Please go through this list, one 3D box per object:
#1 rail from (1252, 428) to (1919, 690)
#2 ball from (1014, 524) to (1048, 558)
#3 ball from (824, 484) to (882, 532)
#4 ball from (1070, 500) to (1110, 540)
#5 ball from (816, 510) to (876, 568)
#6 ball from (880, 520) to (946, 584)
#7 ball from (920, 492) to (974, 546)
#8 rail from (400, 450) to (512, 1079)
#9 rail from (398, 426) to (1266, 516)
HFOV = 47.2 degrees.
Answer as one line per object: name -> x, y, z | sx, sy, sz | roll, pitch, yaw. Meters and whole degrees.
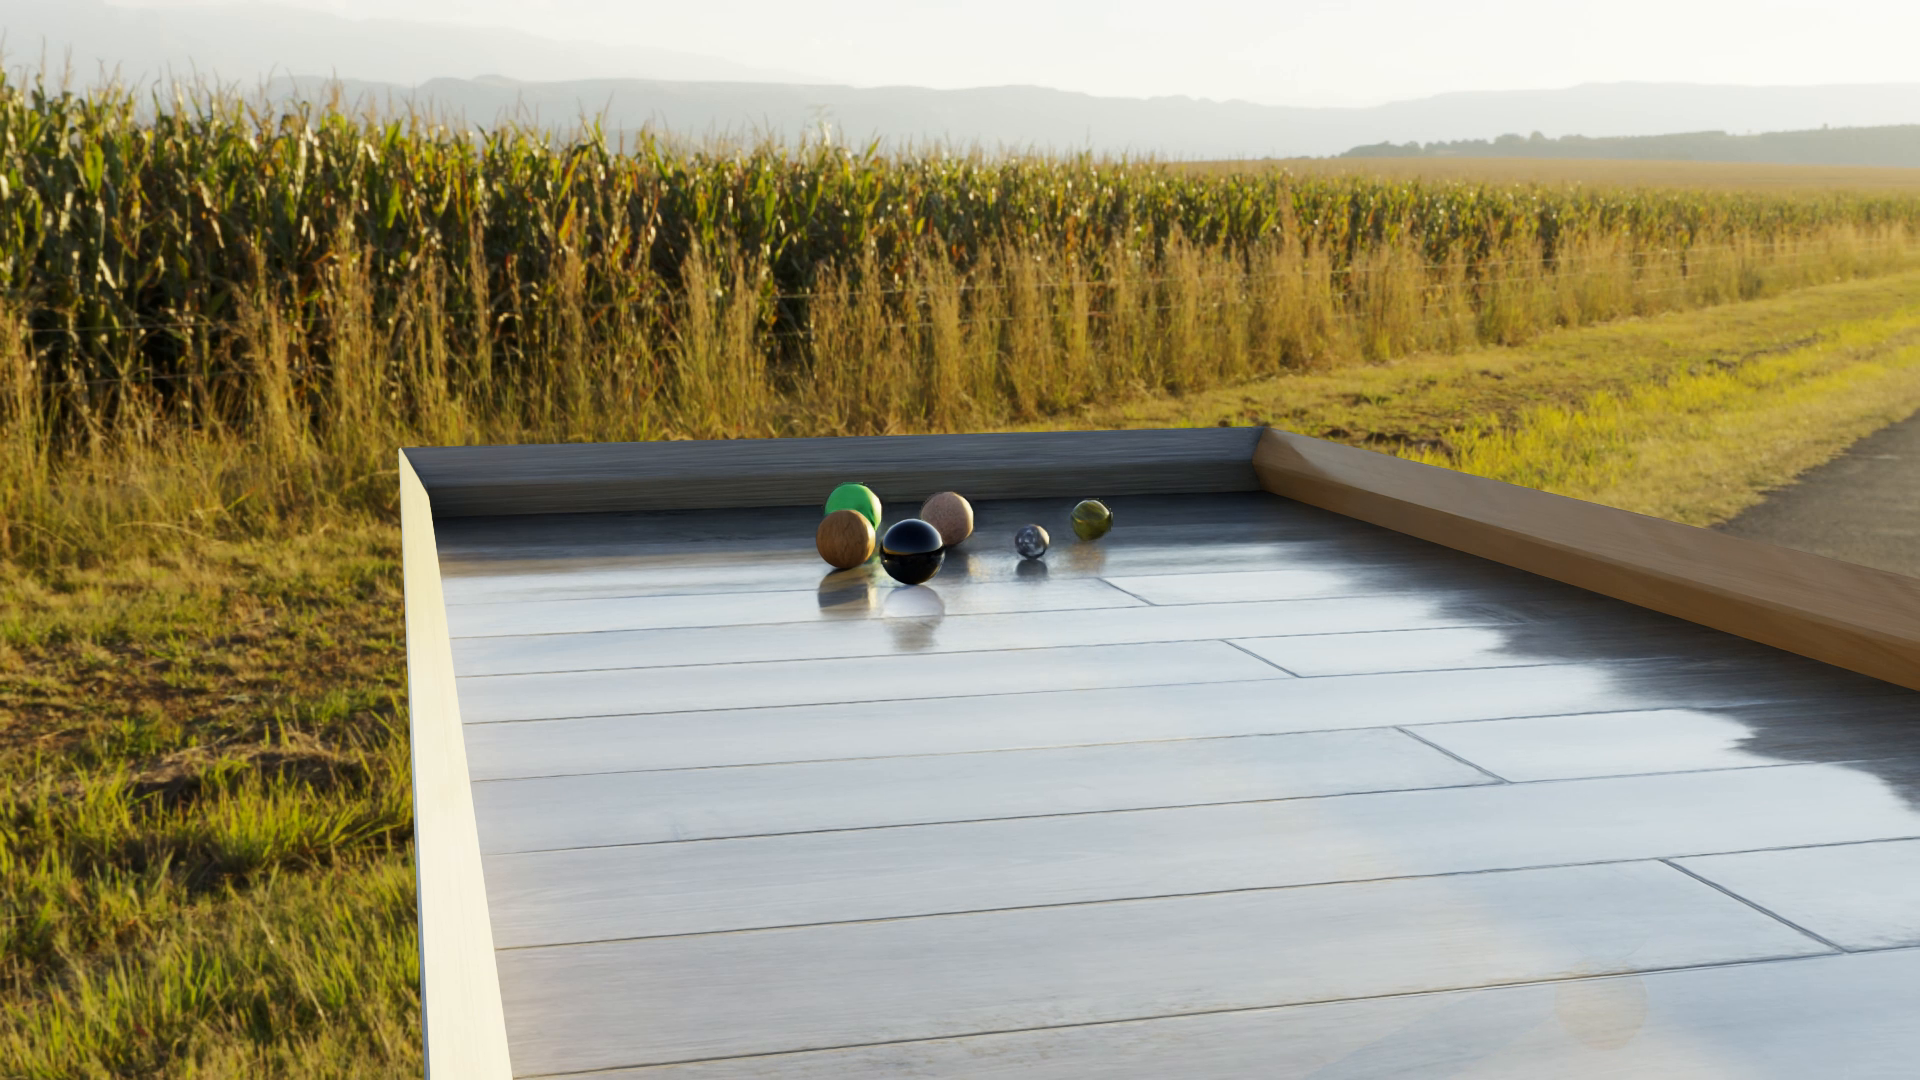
rail -> 0.975, 0.062, 2.788 | 0.045, 0.125, 3.198 | -2, 8, -14
ball -> 0.113, 0.003, 3.450 | 0.053, 0.053, 0.053 | 0, 8, 0
ball -> -0.177, -0.045, 3.634 | 0.096, 0.096, 0.096 | 0, 8, 0
ball -> 0.216, -0.033, 3.647 | 0.067, 0.067, 0.067 | 0, 8, 0
ball -> -0.174, -0.001, 3.347 | 0.091, 0.091, 0.091 | 0, 8, 0
ball -> -0.069, 0.017, 3.200 | 0.096, 0.096, 0.096 | 0, 8, 0
ball -> -0.021, -0.033, 3.580 | 0.087, 0.087, 0.087 | 0, 8, 0
rail -> -0.578, 0.119, 2.393 | 0.045, 0.125, 3.198 | -2, 8, -14
rail -> -0.193, -0.128, 4.100 | 1.651, 0.125, 0.045 | -2, 8, -14
